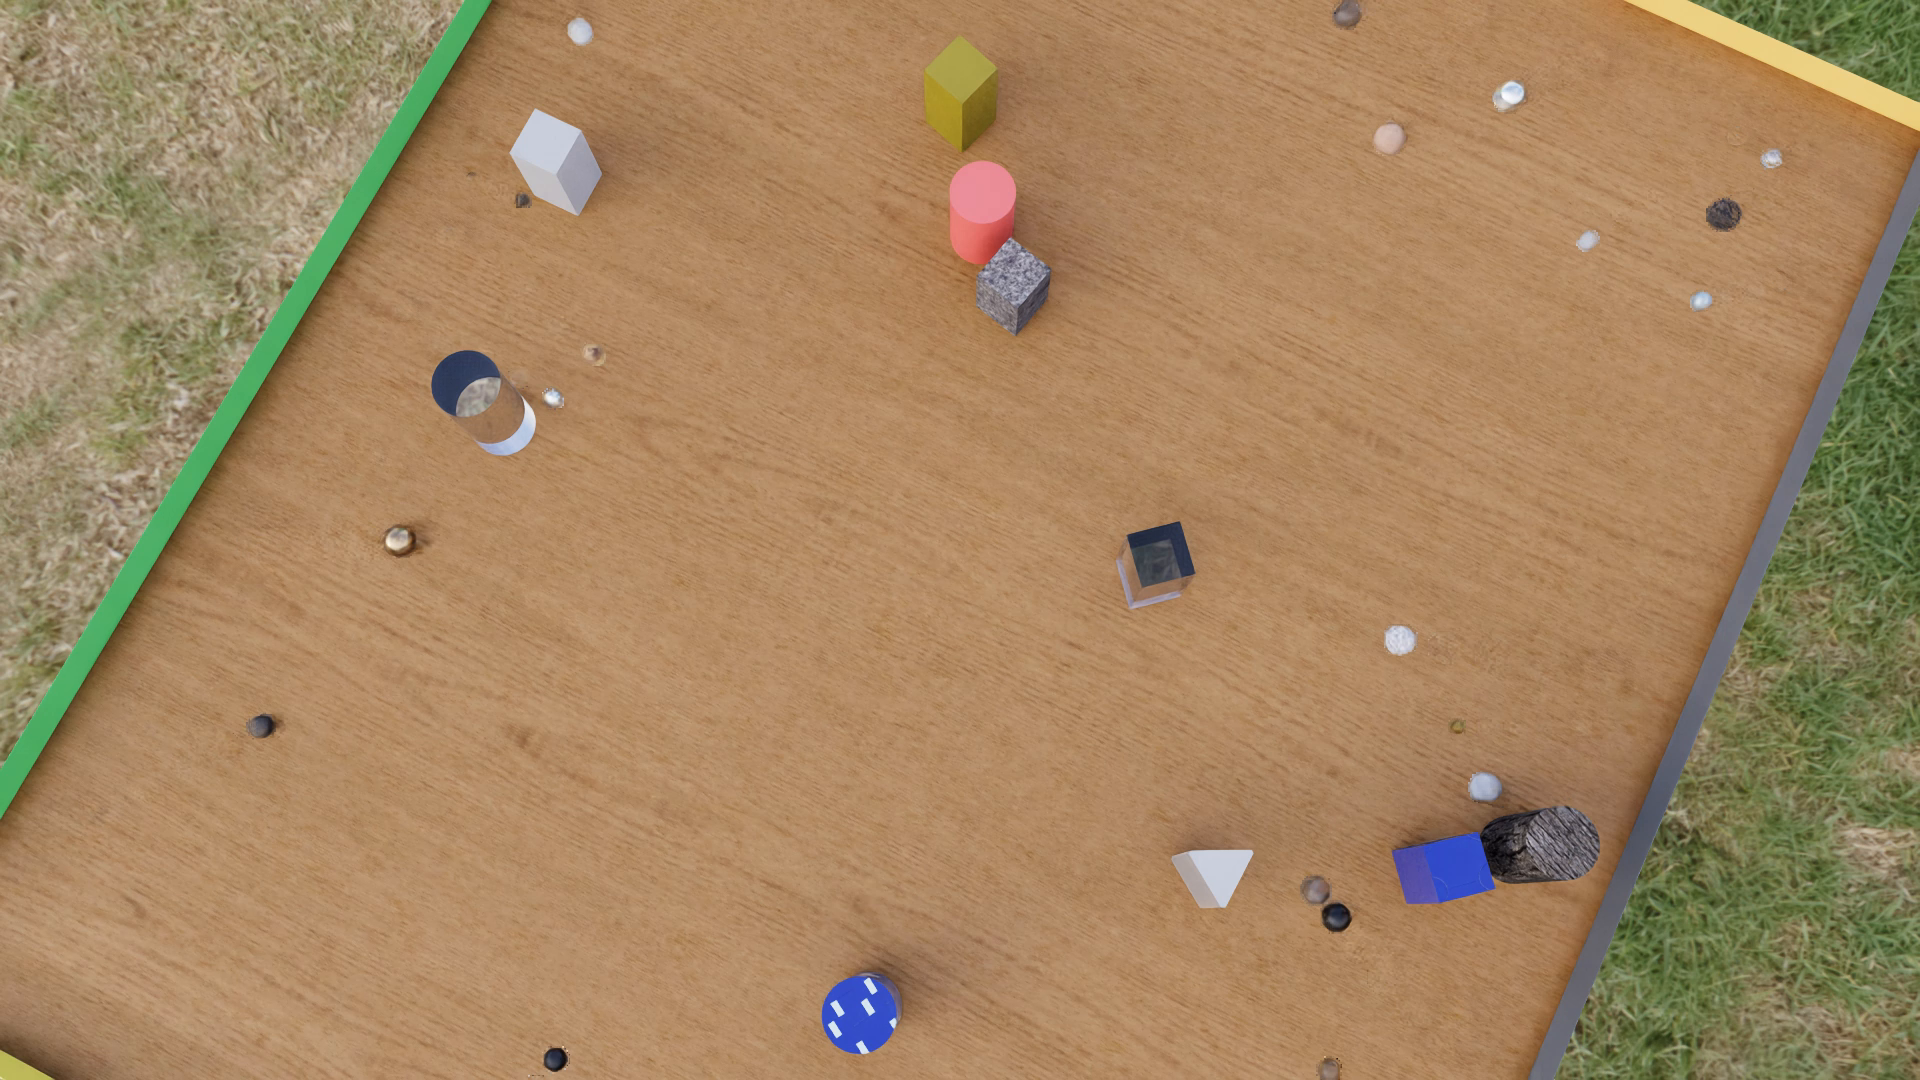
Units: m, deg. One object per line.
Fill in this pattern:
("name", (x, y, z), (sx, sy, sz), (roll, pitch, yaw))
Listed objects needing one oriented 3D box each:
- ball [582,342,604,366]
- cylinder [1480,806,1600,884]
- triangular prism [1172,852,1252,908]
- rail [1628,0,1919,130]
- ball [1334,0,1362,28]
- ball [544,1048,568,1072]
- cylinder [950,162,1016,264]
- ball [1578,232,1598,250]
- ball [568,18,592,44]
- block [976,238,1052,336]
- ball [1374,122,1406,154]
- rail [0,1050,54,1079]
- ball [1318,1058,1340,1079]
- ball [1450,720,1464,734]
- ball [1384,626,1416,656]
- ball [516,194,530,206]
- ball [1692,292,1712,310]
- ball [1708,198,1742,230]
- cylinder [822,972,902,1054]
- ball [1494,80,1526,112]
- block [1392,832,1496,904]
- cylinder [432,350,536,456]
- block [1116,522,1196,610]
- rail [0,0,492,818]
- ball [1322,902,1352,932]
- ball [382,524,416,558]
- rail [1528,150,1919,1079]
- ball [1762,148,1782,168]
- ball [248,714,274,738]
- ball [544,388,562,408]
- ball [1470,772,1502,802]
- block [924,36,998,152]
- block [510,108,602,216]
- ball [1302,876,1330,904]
("ball", (-1.142, -0.579, 5.702), (0.068, 0.068, 0.068), (0, 78, 0))
("cylinder", (1.634, 0.869, 5.195), (0.200, 0.474, 0.200), (0, 78, 0))
("triangular prism", (0.733, 0.930, 5.197), (0.150, 0.445, 0.173), (-30, 80, -6))
("rail", (1.153, -2.252, 6.016), (4.391, 0.130, 0.045), (26, 80, 5))
("ball", (1.254, -1.700, 5.923), (0.089, 0.089, 0.089), (0, 78, 0))
("ball", (-1.164, 1.494, 5.273), (0.067, 0.067, 0.067), (0, 78, 0))
("cylinder", (0.068, -1.004, 5.647), (0.200, 0.347, 0.200), (0, 78, 0))
("ball", (1.982, -0.944, 5.783), (0.057, 0.057, 0.057), (0, 78, 0))
("ball", (-1.228, -1.644, 5.917), (0.078, 0.078, 0.078), (0, 78, 0))
("block", (0.163, -0.776, 5.637), (0.160, 0.275, 0.160), (39, 81, 7))
("ball", (1.367, -1.278, 5.832), (0.097, 0.097, 0.097), (0, 78, 0))
("rail", (-1.153, 2.266, 5.080), (4.391, 0.130, 0.045), (26, 80, 5))
("ball", (1.062, 1.524, 5.268), (0.064, 0.064, 0.064), (0, 78, 0))
("ball", (1.487, 0.560, 5.479), (0.042, 0.042, 0.042), (0, 78, 0))
("ball", (1.324, 0.301, 5.508), (0.091, 0.091, 0.091), (0, 78, 0))
("ball", (-1.388, -1.080, 5.818), (0.043, 0.043, 0.043), (0, 78, 0))
("ball", (2.324, -0.749, 5.741), (0.059, 0.059, 0.059), (0, 78, 0))
("ball", (2.411, -1.027, 5.779), (0.098, 0.098, 0.098), (0, 78, 0))
("cylinder", (-0.268, 1.311, 5.102), (0.200, 0.477, 0.200), (0, 78, 0))
("ball", (1.760, -1.421, 5.860), (0.100, 0.100, 0.100), (0, 78, 0))
("block", (1.374, 0.939, 5.229), (0.160, 0.378, 0.160), (-14, 79, -3))
("cylinder", (-1.417, -0.404, 5.474), (0.200, 0.443, 0.200), (0, 78, 0))
("block", (0.573, 0.079, 5.408), (0.160, 0.377, 0.160), (-14, 79, -3))
("rail", (-1.943, -0.944, 5.745), (0.045, 0.130, 5.206), (26, 80, 5))
("ball", (1.097, 1.101, 5.345), (0.087, 0.087, 0.087), (0, 78, 0))
("ball", (-1.703, 0.003, 5.566), (0.099, 0.099, 0.099), (0, 78, 0))
("rail", (1.943, 0.958, 5.351), (0.045, 0.130, 5.206), (26, 80, 5))
("ball", (2.586, -1.217, 5.836), (0.063, 0.063, 0.063), (0, 78, 0))
("ball", (-2.084, 0.557, 5.465), (0.071, 0.071, 0.071), (0, 78, 0))
("ball", (-1.260, -0.440, 5.679), (0.057, 0.057, 0.057), (0, 78, 0))
("ball", (1.556, 0.733, 5.419), (0.089, 0.089, 0.089), (0, 78, 0))
("block", (0.003, -1.387, 5.718), (0.160, 0.363, 0.160), (43, 81, 8))
("block", (-1.250, -1.168, 5.689), (0.160, 0.331, 0.160), (26, 79, 5))
("ball", (1.043, 1.025, 5.362), (0.083, 0.083, 0.083), (0, 78, 0))
